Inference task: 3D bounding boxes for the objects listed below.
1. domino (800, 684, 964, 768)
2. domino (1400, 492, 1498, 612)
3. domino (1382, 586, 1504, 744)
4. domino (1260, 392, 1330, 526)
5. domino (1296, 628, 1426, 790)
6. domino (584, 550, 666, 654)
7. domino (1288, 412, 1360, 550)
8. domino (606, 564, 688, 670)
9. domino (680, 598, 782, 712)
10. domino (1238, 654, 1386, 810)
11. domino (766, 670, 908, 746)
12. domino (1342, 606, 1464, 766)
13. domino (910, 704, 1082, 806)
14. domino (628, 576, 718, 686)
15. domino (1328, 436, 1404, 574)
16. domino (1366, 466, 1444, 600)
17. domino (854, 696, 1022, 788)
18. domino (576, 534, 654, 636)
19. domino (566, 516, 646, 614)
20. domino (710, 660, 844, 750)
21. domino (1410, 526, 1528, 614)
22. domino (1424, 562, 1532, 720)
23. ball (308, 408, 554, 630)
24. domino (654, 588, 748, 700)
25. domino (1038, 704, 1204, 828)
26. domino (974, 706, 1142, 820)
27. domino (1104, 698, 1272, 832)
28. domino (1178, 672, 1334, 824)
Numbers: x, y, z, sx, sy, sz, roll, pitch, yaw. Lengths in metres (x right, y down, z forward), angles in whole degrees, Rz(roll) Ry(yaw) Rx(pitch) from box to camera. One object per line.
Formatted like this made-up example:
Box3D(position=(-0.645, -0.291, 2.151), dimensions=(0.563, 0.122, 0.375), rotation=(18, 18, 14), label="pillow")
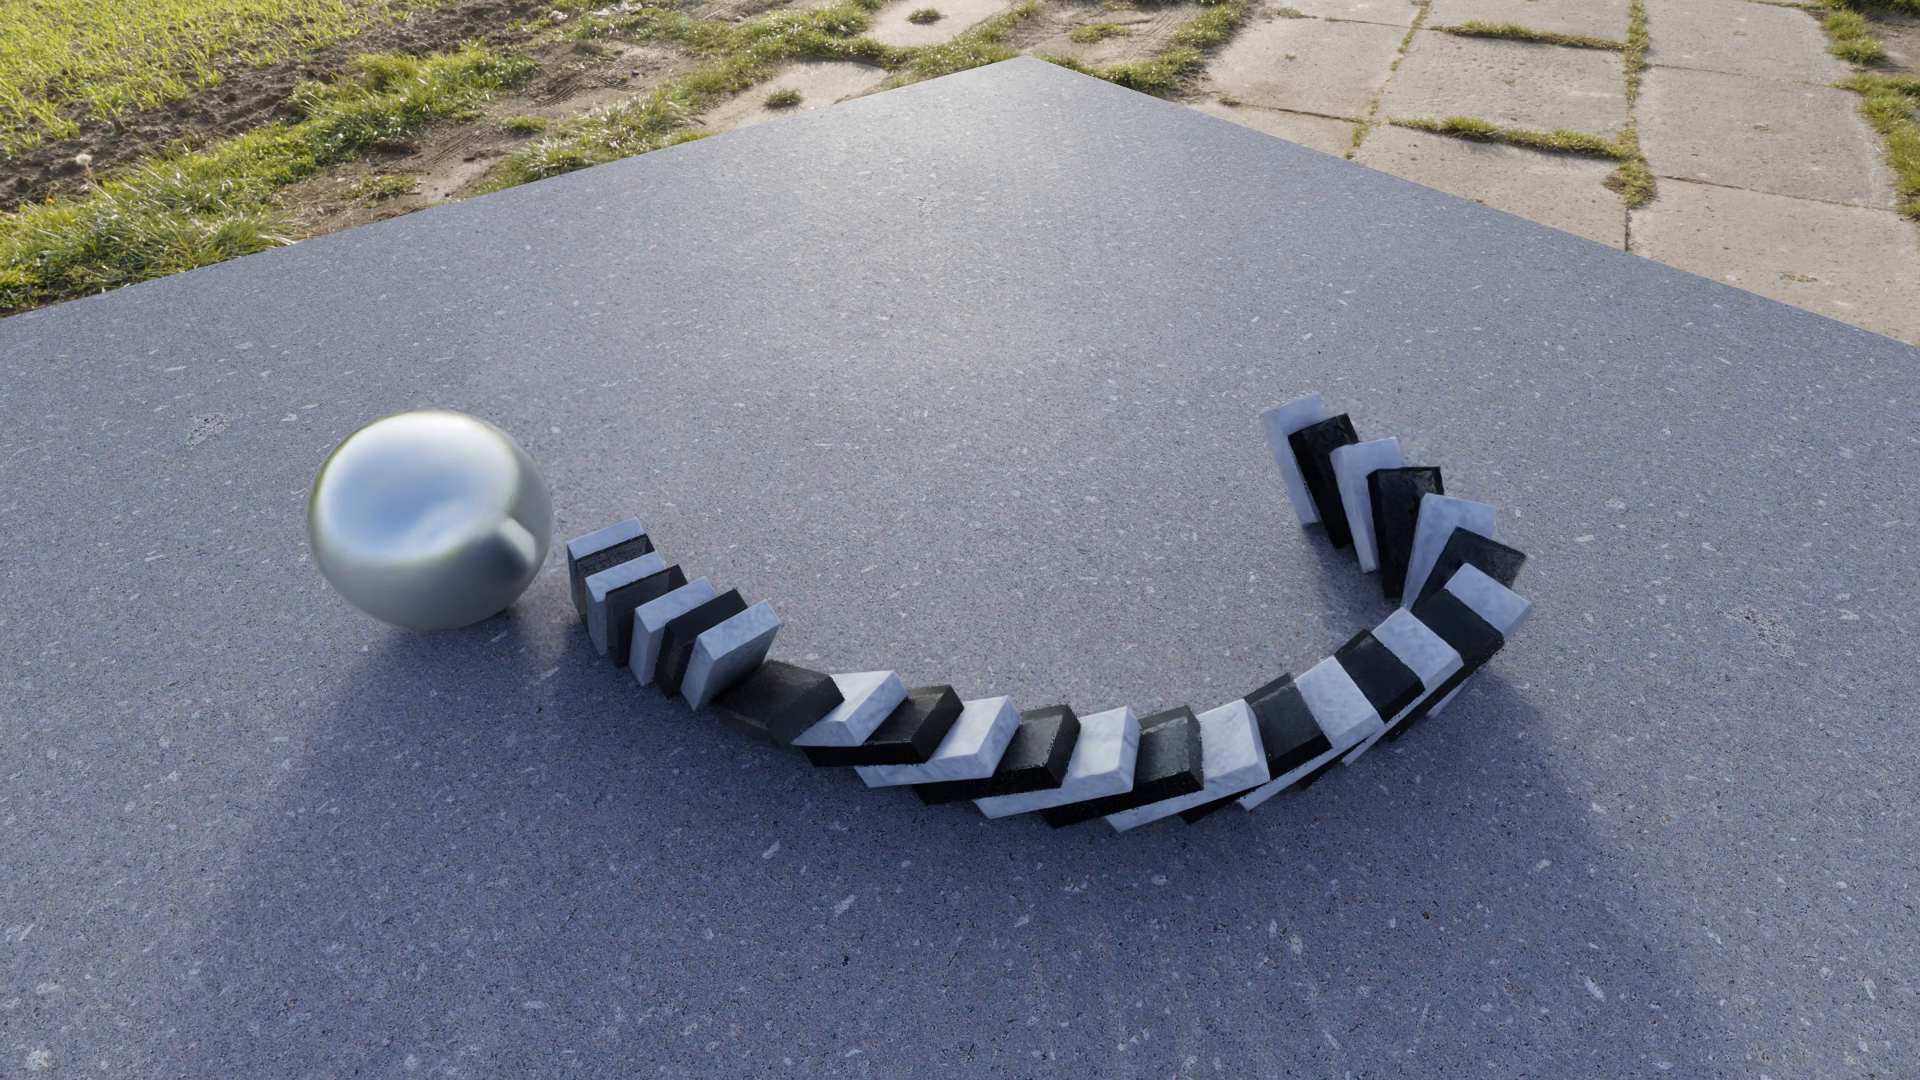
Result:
Box3D(position=(-0.025, 0.060, 0.351), dimensions=(0.050, 0.010, 0.025), rotation=(-12, 27, 40), label="domino")
Box3D(position=(0.181, 0.010, 0.408), dimensions=(0.025, 0.009, 0.050), rotation=(13, 79, 13), label="domino")
Box3D(position=(0.154, 0.042, 0.371), dimensions=(0.050, 0.010, 0.025), rotation=(-42, 49, 3), label="domino")
Box3D(position=(0.146, -0.034, 0.459), dimensions=(0.025, 0.050, 0.009), rotation=(-20, -1, -23), label="domino")
Box3D(position=(0.122, 0.055, 0.357), dimensions=(0.050, 0.009, 0.025), rotation=(-41, 46, 3), label="domino")
Box3D(position=(-0.117, 0.023, 0.385), dimensions=(0.025, 0.050, 0.009), rotation=(-23, 73, -26), label="domino")
Box3D(position=(0.156, -0.024, 0.449), dimensions=(0.025, 0.010, 0.050), rotation=(-20, 85, -22), label="domino")
Box3D(position=(-0.108, 0.027, 0.379), dimensions=(0.025, 0.050, 0.009), rotation=(-23, 73, -26), label="domino")
Box3D(position=(-0.077, 0.039, 0.365), dimensions=(0.025, 0.050, 0.009), rotation=(-30, 77, -31), label="domino")
Box3D(position=(0.105, 0.061, 0.349), dimensions=(0.050, 0.009, 0.025), rotation=(-35, 41, 9), label="domino")
Box3D(position=(-0.043, 0.055, 0.356), dimensions=(0.050, 0.009, 0.025), rotation=(-11, 25, 46), label="domino")
Box3D(position=(0.137, 0.048, 0.364), dimensions=(0.050, 0.009, 0.025), rotation=(-42, 46, 3), label="domino")
Box3D(position=(0.011, 0.067, 0.342), dimensions=(0.050, 0.010, 0.025), rotation=(-16, 29, 33), label="domino")
Box3D(position=(-0.098, 0.032, 0.374), dimensions=(0.025, 0.050, 0.010), rotation=(-27, 75, -29), label="domino")
Box3D(position=(0.167, -0.014, 0.437), dimensions=(0.025, 0.010, 0.050), rotation=(-10, 80, -12), label="domino")
Box3D(position=(0.174, -0.003, 0.424), dimensions=(0.025, 0.009, 0.050), rotation=(-3, 77, -3), label="domino")
Box3D(position=(-0.007, 0.064, 0.346), dimensions=(0.050, 0.009, 0.025), rotation=(-14, 28, 37), label="domino")
Box3D(position=(-0.122, 0.017, 0.392), dimensions=(0.025, 0.050, 0.009), rotation=(-23, 73, -26), label="domino")
Box3D(position=(-0.128, 0.011, 0.399), dimensions=(0.025, 0.050, 0.010), rotation=(-23, 73, -26), label="domino")
Box3D(position=(-0.060, 0.052, 0.357), dimensions=(0.025, 0.010, 0.050), rotation=(-37, 19, -26), label="domino")
Box3D(position=(0.178, 0.023, 0.393), dimensions=(0.025, 0.009, 0.050), rotation=(28, 83, 27), label="domino")
Box3D(position=(0.169, 0.035, 0.380), dimensions=(0.050, 0.010, 0.025), rotation=(-47, 53, 0), label="domino")
Box3D(position=(-0.189, -0.008, 0.397), dimensions=(0.080, 0.080, 0.080), rotation=(0, 39, 0), label="ball")
Box3D(position=(-0.087, 0.036, 0.369), dimensions=(0.025, 0.050, 0.010), rotation=(-29, 76, -30), label="domino")
Box3D(position=(0.049, 0.070, 0.338), dimensions=(0.050, 0.010, 0.025), rotation=(-22, 33, 25), label="domino")
Box3D(position=(0.030, 0.069, 0.339), dimensions=(0.050, 0.009, 0.025), rotation=(-19, 31, 29), label="domino")
Box3D(position=(0.068, 0.069, 0.338), dimensions=(0.050, 0.009, 0.025), rotation=(-25, 35, 21), label="domino")
Box3D(position=(0.087, 0.065, 0.344), dimensions=(0.050, 0.009, 0.025), rotation=(-32, 39, 12), label="domino")
